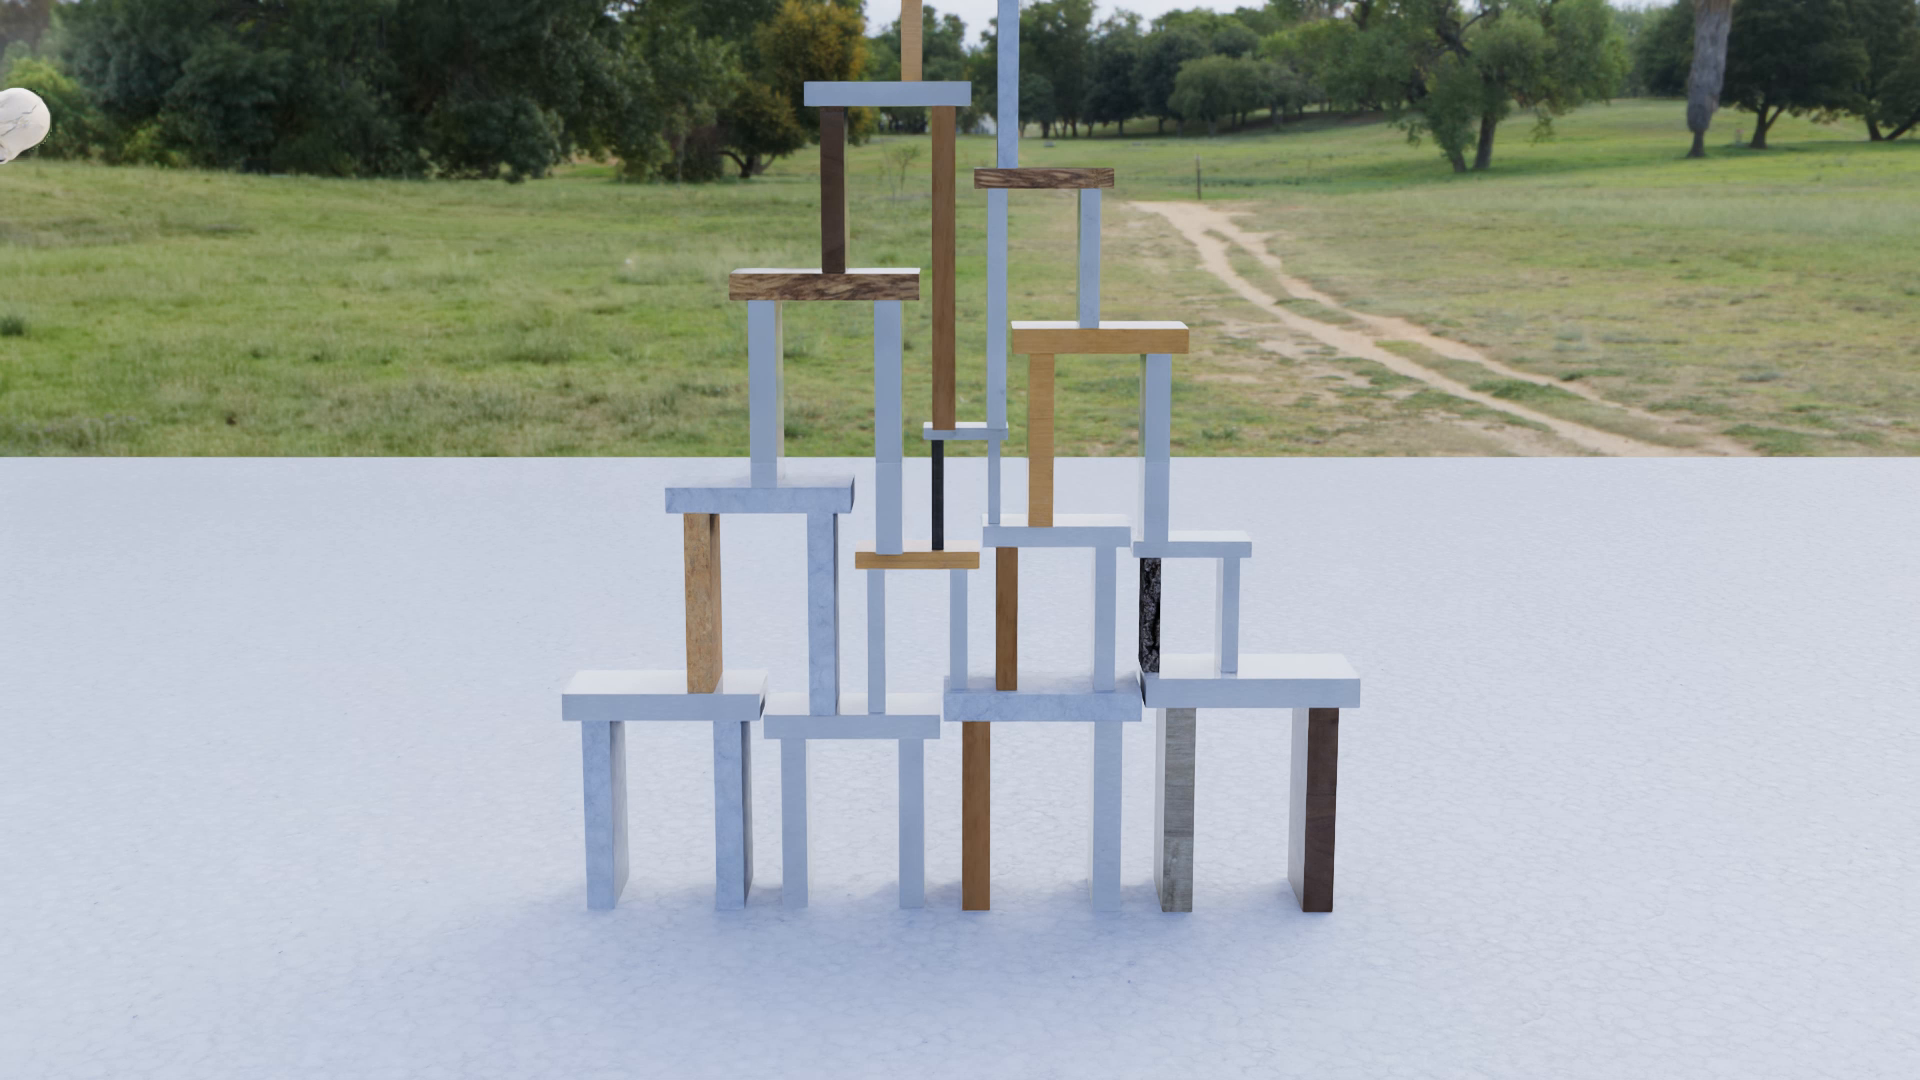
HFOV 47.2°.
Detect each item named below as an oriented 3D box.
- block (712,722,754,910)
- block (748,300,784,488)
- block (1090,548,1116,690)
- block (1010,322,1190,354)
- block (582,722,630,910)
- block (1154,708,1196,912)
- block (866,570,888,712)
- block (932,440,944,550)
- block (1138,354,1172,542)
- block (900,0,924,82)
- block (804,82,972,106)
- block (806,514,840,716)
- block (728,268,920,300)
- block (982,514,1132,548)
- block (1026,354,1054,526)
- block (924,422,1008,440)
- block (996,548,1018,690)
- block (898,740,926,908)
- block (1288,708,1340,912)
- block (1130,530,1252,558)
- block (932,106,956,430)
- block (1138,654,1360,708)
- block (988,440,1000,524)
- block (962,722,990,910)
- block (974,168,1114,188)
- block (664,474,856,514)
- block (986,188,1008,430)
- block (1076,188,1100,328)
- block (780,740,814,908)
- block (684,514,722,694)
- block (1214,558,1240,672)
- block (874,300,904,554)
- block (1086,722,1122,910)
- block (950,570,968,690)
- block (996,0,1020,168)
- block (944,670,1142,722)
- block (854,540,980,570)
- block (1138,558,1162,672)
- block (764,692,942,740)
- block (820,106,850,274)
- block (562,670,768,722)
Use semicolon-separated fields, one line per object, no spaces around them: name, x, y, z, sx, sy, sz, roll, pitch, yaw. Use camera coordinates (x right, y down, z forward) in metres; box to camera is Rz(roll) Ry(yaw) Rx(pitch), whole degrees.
block;-0.375;0.433;3.645;0.045;0.318;0.159;0;11;0
block;-0.309;-0.240;3.513;0.042;0.294;0.147;0;11;0
block;0.233;0.117;3.581;0.033;0.236;0.118;0;11;0
block;0.220;-0.323;3.505;0.275;0.039;0.138;0;11;0
block;-0.587;0.433;3.645;0.045;0.318;0.159;0;11;0
block;0.354;0.422;3.634;0.049;0.343;0.171;0;11;0
block;-0.135;0.154;3.585;0.028;0.237;0.099;0;11;0
block;-0.036;-0.078;3.542;0.019;0.178;0.068;0;11;0
block;0.312;-0.156;3.535;0.039;0.301;0.138;0;11;0
block;-0.074;-0.823;3.409;0.031;0.222;0.111;0;11;0
block;-0.111;-0.695;3.427;0.256;0.036;0.128;0;11;0
block;-0.222;0.107;3.581;0.042;0.330;0.147;0;11;0
block;-0.211;-0.405;3.482;0.294;0.042;0.147;0;11;0
block;0.154;-0.016;3.556;0.236;0.033;0.118;0;11;0
block;0.128;-0.169;3.533;0.039;0.275;0.138;0;11;0
block;0.009;-0.175;3.524;0.136;0.019;0.068;0;11;0
block;0.076;0.117;3.581;0.033;0.236;0.118;0;11;0
block;-0.079;0.449;3.648;0.040;0.285;0.143;0;11;0
block;0.583;0.422;3.634;0.049;0.343;0.171;0;11;0
block;0.371;0.007;3.558;0.189;0.027;0.095;0;11;0
block;-0.025;-0.431;3.476;0.036;0.501;0.128;0;11;0
block;0.468;0.230;3.599;0.343;0.049;0.171;0;11;0
block;0.055;-0.099;3.538;0.019;0.136;0.068;0;11;0
block;0.026;0.434;3.639;0.045;0.319;0.159;0;11;0
block;0.130;-0.568;3.451;0.216;0.031;0.108;0;11;0
block;-0.319;-0.076;3.547;0.293;0.042;0.147;0;11;0
block;0.058;-0.369;3.489;0.031;0.375;0.108;0;11;0
block;0.203;-0.447;3.474;0.031;0.216;0.108;0;11;0
block;-0.270;0.449;3.648;0.040;0.285;0.143;0;11;0
block;-0.417;0.089;3.578;0.042;0.293;0.147;0;11;0
block;0.435;0.113;3.578;0.027;0.189;0.095;0;11;0
block;-0.112;-0.188;3.523;0.042;0.401;0.147;0;11;0
block;0.239;0.434;3.639;0.045;0.319;0.159;0;11;0
block;-0.002;0.135;3.581;0.028;0.199;0.099;0;11;0
block;0.075;-0.759;3.422;0.031;0.354;0.111;0;11;0
block;0.133;0.255;3.605;0.319;0.045;0.159;0;11;0
block;-0.068;0.024;3.561;0.199;0.028;0.099;0;11;0
block;0.309;0.113;3.578;0.027;0.189;0.095;0;11;0
block;-0.174;0.289;3.618;0.285;0.040;0.143;0;11;0
block;-0.196;-0.551;3.454;0.036;0.256;0.128;0;11;0
block;-0.481;0.255;3.612;0.318;0.045;0.159;0;11;0
